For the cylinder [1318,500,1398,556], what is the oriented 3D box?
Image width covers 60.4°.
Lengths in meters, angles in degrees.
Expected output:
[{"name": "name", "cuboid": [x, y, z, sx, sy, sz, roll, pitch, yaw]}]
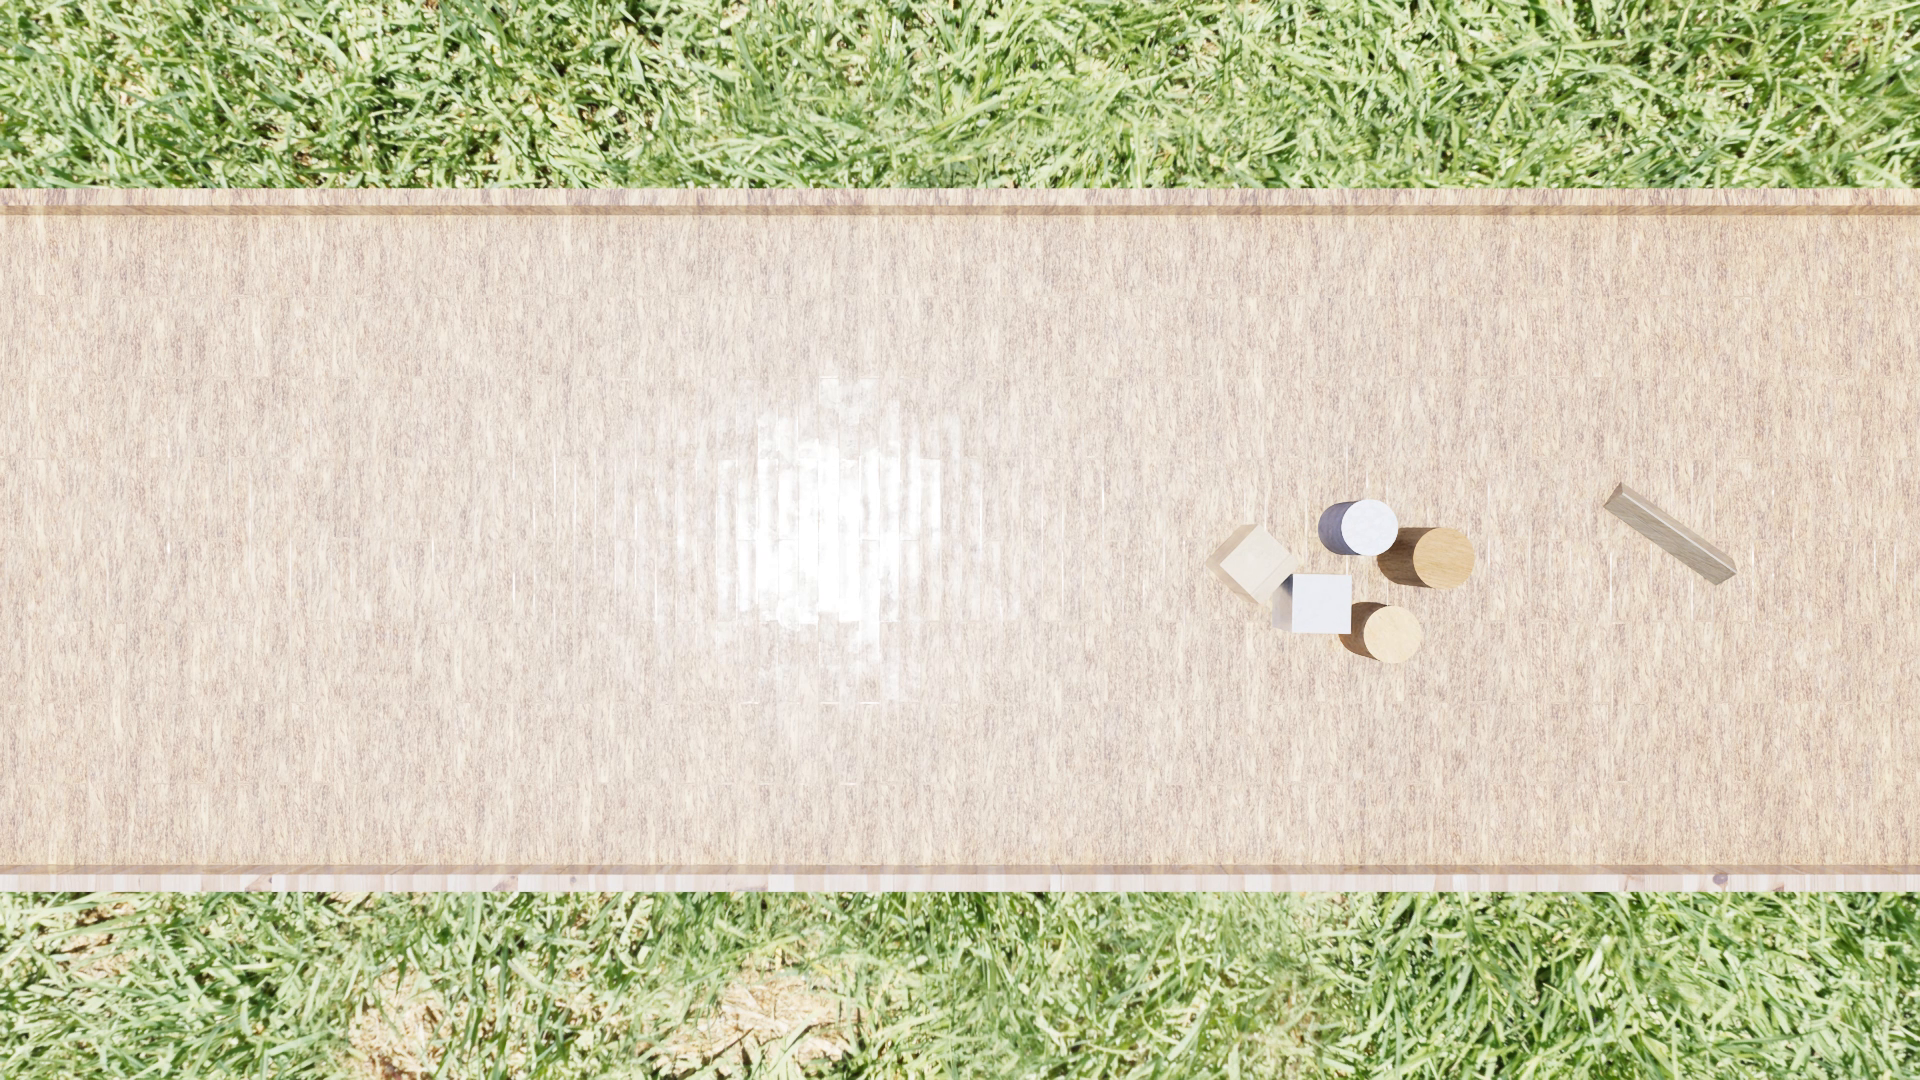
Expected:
[{"name": "cylinder", "cuboid": [1.182, -0.035, 4.916, 0.163, 0.321, 0.163, 0, 90, 0]}]

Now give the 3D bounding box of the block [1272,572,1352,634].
[{"name": "block", "cuboid": [1.046, 0.185, 4.920, 0.169, 0.312, 0.169, 1, 90, 0]}]

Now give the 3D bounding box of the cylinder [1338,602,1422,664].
[{"name": "cylinder", "cuboid": [1.244, 0.272, 4.910, 0.165, 0.333, 0.165, 0, 90, 0]}]

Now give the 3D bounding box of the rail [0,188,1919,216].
[{"name": "rail", "cuboid": [-2.247, -1.025, 5.002, 12.000, 0.150, 0.050, 0, 90, 0]}]

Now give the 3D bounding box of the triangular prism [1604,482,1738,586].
[{"name": "triangular prism", "cuboid": [2.180, -0.020, 5.033, 0.424, 0.082, 0.094, 35, 90, 0]}]

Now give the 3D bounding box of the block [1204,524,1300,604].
[{"name": "block", "cuboid": [0.866, 0.070, 4.919, 0.165, 0.315, 0.165, 44, 90, 0]}]

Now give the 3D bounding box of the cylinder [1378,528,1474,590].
[{"name": "cylinder", "cuboid": [1.377, 0.051, 4.893, 0.178, 0.361, 0.178, 0, 91, -2]}]

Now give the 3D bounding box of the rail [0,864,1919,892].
[{"name": "rail", "cuboid": [-2.247, 1.025, 5.001, 12.000, 0.150, 0.050, 0, 90, 0]}]
